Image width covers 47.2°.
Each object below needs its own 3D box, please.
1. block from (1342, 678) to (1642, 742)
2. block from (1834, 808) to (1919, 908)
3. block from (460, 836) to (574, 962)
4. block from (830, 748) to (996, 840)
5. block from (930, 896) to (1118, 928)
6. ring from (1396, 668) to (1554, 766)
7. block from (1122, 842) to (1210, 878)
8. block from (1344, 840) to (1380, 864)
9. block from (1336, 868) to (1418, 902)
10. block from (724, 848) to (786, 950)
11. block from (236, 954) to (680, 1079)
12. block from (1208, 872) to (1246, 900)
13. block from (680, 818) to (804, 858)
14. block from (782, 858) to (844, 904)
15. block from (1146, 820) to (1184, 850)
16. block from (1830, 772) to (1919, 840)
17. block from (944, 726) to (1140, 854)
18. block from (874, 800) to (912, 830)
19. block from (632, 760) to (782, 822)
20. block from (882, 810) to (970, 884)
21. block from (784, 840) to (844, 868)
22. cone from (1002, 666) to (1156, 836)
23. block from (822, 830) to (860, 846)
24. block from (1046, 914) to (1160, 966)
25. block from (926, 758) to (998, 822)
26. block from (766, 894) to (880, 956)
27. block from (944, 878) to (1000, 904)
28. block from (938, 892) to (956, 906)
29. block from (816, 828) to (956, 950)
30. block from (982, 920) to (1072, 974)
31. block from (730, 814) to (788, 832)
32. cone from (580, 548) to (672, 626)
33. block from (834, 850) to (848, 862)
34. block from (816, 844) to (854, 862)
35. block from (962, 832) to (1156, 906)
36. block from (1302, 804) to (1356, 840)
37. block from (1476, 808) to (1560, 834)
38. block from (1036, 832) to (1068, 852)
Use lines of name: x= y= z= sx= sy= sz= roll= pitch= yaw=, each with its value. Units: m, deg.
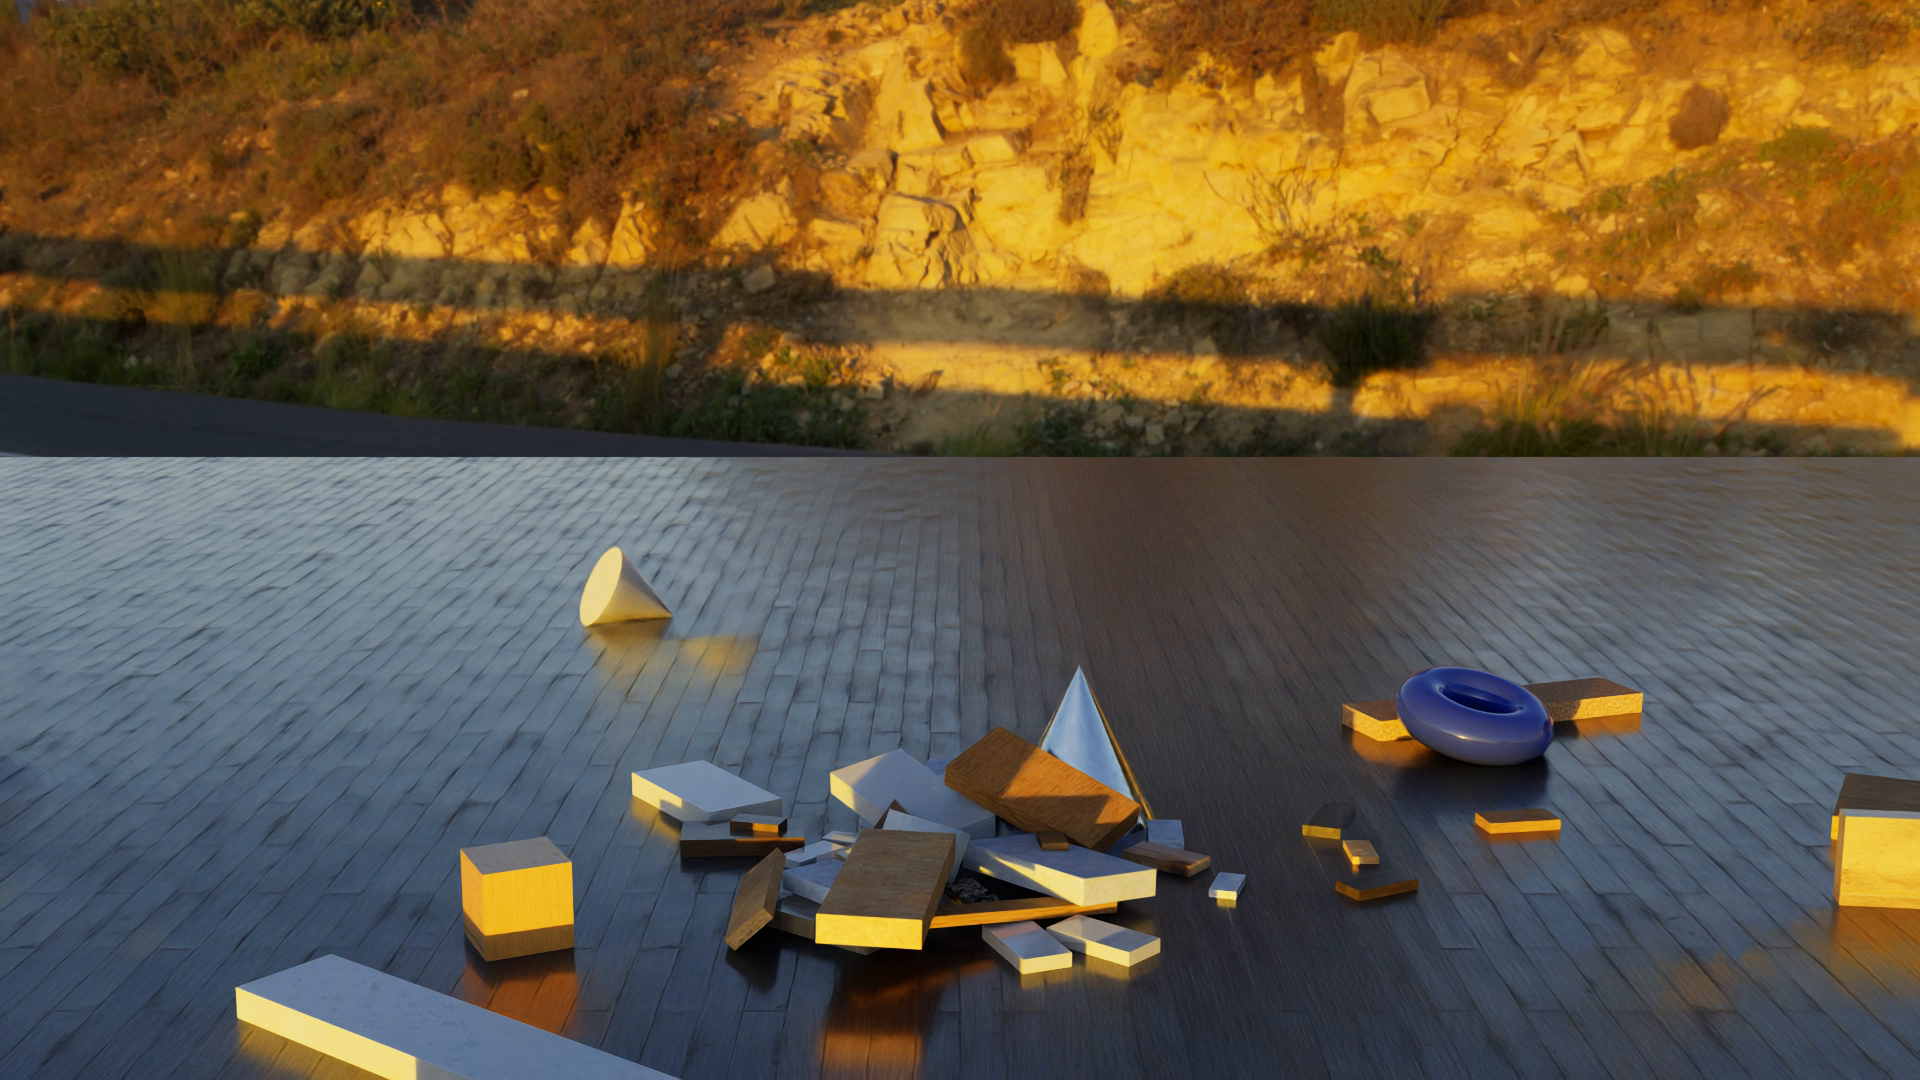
block: x=1.157 y=0.364 z=4.767 sx=0.662 sy=0.043 sz=0.152 roll=-4 pitch=11 yaw=-21
block: x=1.598 y=0.526 z=3.599 sx=0.303 sy=0.152 sz=0.043 roll=2 pitch=11 yaw=9
block: x=-0.694 y=0.561 z=3.446 sx=0.139 sy=0.139 sz=0.139 roll=-5 pitch=12 yaw=-26
block: x=-0.088 y=0.476 z=3.966 sx=0.153 sy=0.043 sz=0.307 roll=-16 pitch=27 yaw=-31
block: x=0.037 y=0.589 z=3.473 sx=0.456 sy=0.018 sz=0.062 roll=0 pitch=5 yaw=-27
ring: x=1.057 y=0.361 z=4.523 sx=0.325 sy=0.108 sz=0.325 roll=8 pitch=21 yaw=-3
block: x=0.357 y=0.553 z=3.816 sx=0.136 sy=0.019 sz=0.068 roll=8 pitch=13 yaw=37
block: x=0.704 y=0.548 z=3.861 sx=0.046 sy=0.013 sz=0.092 roll=0 pitch=11 yaw=-1
block: x=0.699 y=0.578 z=3.687 sx=0.124 sy=0.018 sz=0.062 roll=-6 pitch=12 yaw=-28
block: x=-0.328 y=0.576 z=3.549 sx=0.081 sy=0.023 sz=0.291 roll=-41 pitch=8 yaw=7
block: x=-0.618 y=0.702 z=2.936 sx=0.927 sy=0.047 sz=0.165 roll=8 pitch=13 yaw=37
block: x=0.449 y=0.580 z=3.689 sx=0.046 sy=0.013 sz=0.092 roll=3 pitch=11 yaw=17
block: x=-0.386 y=0.529 z=3.912 sx=0.217 sy=0.031 sz=0.108 roll=-1 pitch=11 yaw=-4
block: x=-0.177 y=0.565 z=3.553 sx=0.108 sy=0.031 sz=0.217 roll=-6 pitch=11 yaw=-41
block: x=0.368 y=0.529 z=3.948 sx=0.062 sy=0.018 sz=0.124 roll=1 pitch=11 yaw=3
block: x=1.700 y=0.497 z=4.050 sx=0.152 sy=0.043 sz=0.303 roll=5 pitch=12 yaw=26
block: x=0.145 y=0.453 z=3.913 sx=0.314 sy=0.044 sz=0.157 roll=27 pitch=39 yaw=28
block: x=-0.126 y=0.506 z=3.863 sx=0.013 sy=0.092 sz=0.046 roll=31 pitch=7 yaw=-42
block: x=-0.478 y=0.482 z=4.133 sx=0.153 sy=0.043 sz=0.307 roll=-7 pitch=13 yaw=-34
block: x=-0.067 y=0.525 z=3.772 sx=0.177 sy=0.089 sz=0.025 roll=10 pitch=-14 yaw=44
block: x=-0.258 y=0.551 z=3.836 sx=0.057 sy=0.016 sz=0.113 roll=9 pitch=14 yaw=42
cone: x=0.219 y=0.371 z=4.063 sx=0.287 sy=0.287 sz=0.287 roll=0 pitch=11 yaw=0
block: x=-0.195 y=0.537 z=3.921 sx=0.092 sy=0.013 sz=0.046 roll=4 pitch=11 yaw=22
block: x=0.222 y=0.623 z=3.427 sx=0.162 sy=0.023 sz=0.081 roll=9 pitch=14 yaw=40
block: x=0.002 y=0.478 z=4.151 sx=0.153 sy=0.043 sz=0.307 roll=1 pitch=11 yaw=5
block: x=-0.197 y=0.606 z=3.499 sx=0.217 sy=0.031 sz=0.108 roll=8 pitch=13 yaw=37
block: x=0.034 y=0.586 z=3.548 sx=0.057 sy=0.016 sz=0.113 roll=-11 pitch=34 yaw=-45
block: x=-0.069 y=0.587 z=3.617 sx=0.089 sy=0.025 sz=0.177 roll=-6 pitch=12 yaw=-30
block: x=-0.110 y=0.543 z=3.460 sx=0.157 sy=0.044 sz=0.462 roll=2 pitch=9 yaw=6
block: x=0.103 y=0.627 z=3.404 sx=0.081 sy=0.023 sz=0.162 roll=-4 pitch=11 yaw=-22
block: x=-0.360 y=0.505 z=3.925 sx=0.092 sy=0.013 sz=0.046 roll=3 pitch=11 yaw=16
cone: x=-0.839 y=0.160 z=5.717 sx=0.217 sy=0.217 sz=0.217 roll=25 pitch=-2 yaw=-27
block: x=-0.160 y=0.565 z=3.647 sx=0.016 sy=0.057 sz=0.159 roll=-7 pitch=13 yaw=-33
block: x=-0.150 y=0.547 z=3.751 sx=0.177 sy=0.025 sz=0.089 roll=-2 pitch=5 yaw=41
block: x=0.163 y=0.548 z=3.676 sx=0.157 sy=0.044 sz=0.314 roll=-1 pitch=5 yaw=-38
block: x=0.676 y=0.515 z=4.023 sx=0.068 sy=0.019 sz=0.136 roll=4 pitch=11 yaw=21
block: x=1.021 y=0.514 z=4.025 sx=0.136 sy=0.019 sz=0.068 roll=-2 pitch=11 yaw=-10
block: x=0.157 y=0.514 z=3.752 sx=0.046 sy=0.013 sz=0.092 roll=2 pitch=4 yaw=-4
